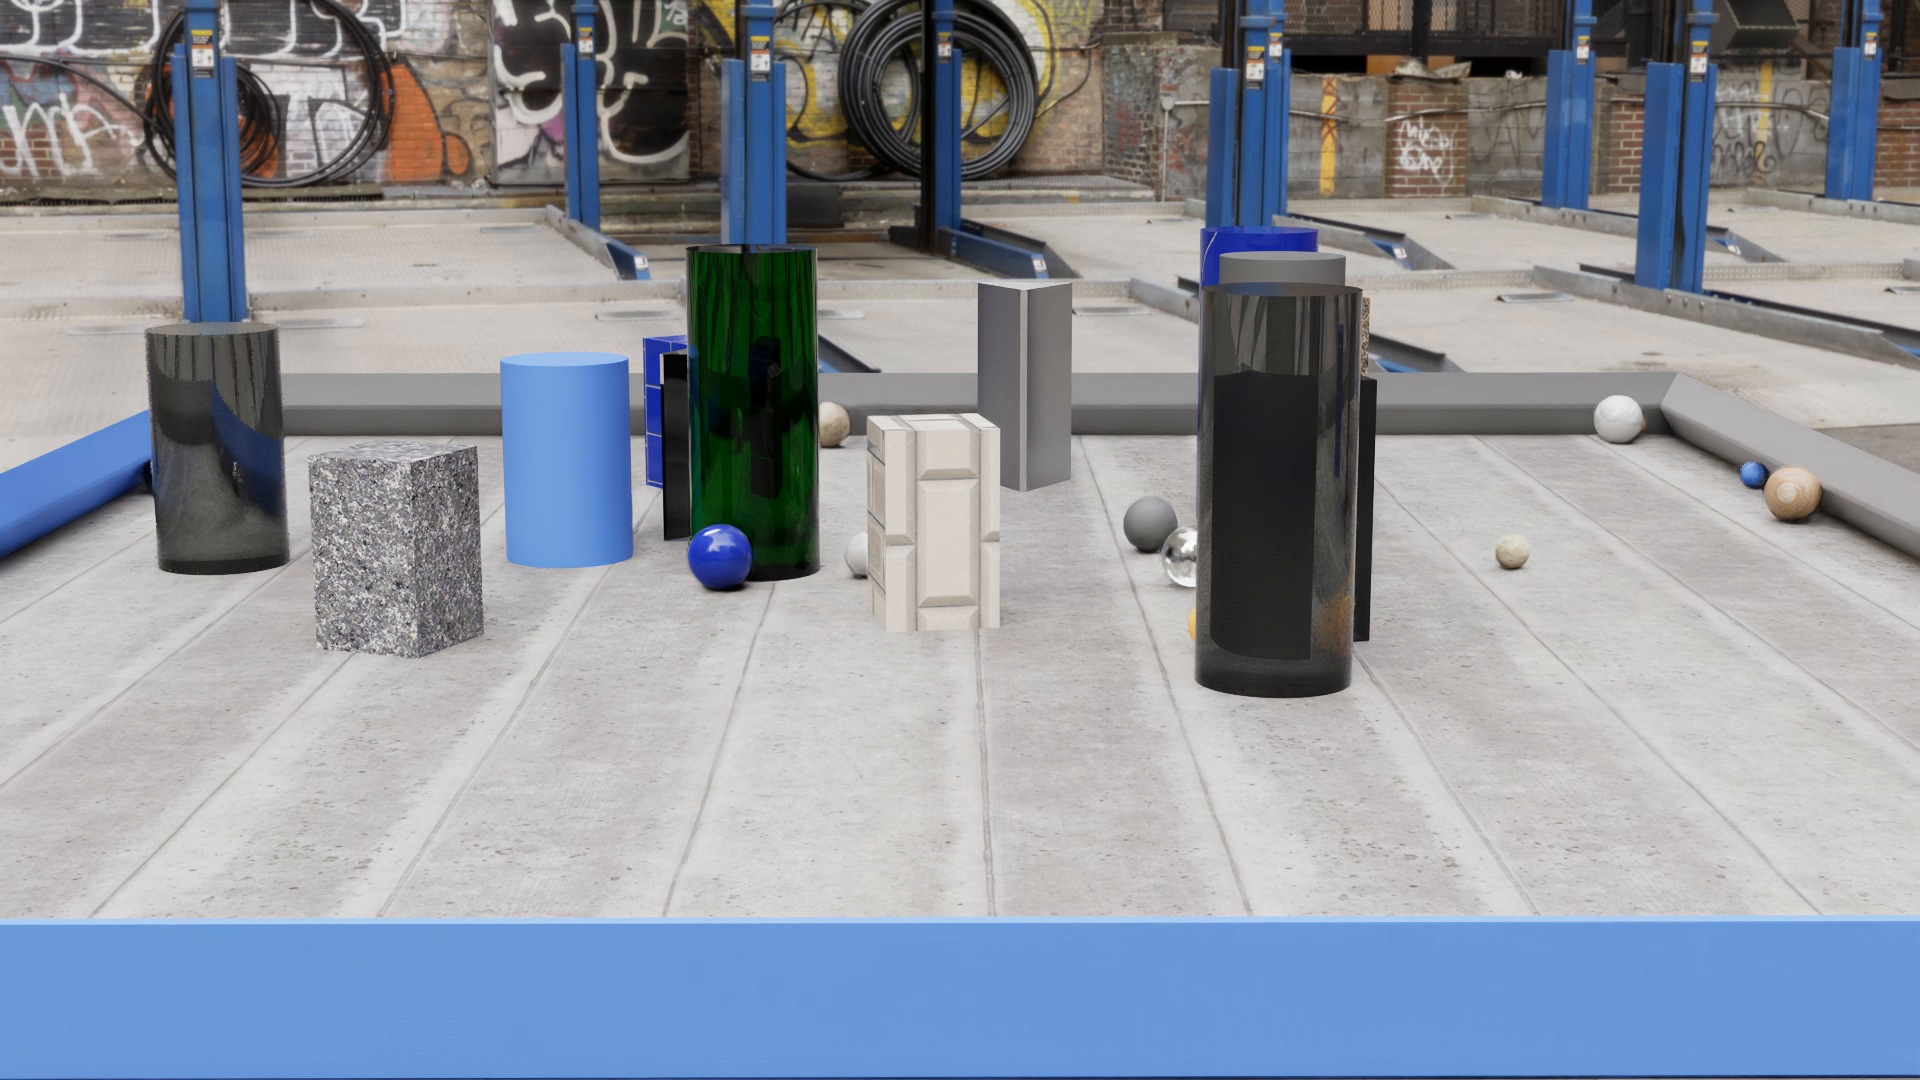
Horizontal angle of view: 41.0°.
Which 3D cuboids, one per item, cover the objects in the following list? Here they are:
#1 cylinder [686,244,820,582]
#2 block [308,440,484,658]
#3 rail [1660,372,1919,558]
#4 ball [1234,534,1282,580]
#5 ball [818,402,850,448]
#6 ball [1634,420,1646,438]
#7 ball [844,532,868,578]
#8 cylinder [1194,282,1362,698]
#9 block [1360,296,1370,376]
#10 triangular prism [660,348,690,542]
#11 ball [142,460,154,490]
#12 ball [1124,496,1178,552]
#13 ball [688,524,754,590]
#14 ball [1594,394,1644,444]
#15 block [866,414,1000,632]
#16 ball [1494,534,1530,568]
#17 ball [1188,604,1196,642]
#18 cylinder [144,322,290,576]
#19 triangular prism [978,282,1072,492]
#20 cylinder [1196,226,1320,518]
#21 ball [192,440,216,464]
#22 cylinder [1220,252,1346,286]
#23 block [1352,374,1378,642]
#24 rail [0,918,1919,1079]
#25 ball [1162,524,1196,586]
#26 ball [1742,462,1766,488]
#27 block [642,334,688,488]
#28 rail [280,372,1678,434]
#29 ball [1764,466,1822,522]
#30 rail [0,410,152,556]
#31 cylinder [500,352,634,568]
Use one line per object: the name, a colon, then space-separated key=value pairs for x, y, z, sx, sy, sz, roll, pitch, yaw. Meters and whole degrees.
cylinder: x=-0.296 y=-0.186 z=3.684 sx=0.187 sy=0.464 sz=0.187 roll=0 pitch=11 yaw=0
block: x=-0.710 y=0.008 z=3.241 sx=0.150 sy=0.245 sz=0.150 roll=4 pitch=11 yaw=22
rail: x=1.401 y=0.030 z=3.457 sx=0.045 sy=0.121 sz=3.265 roll=0 pitch=11 yaw=0
ball: x=0.422 y=0.025 z=3.639 sx=0.066 sy=0.066 sz=0.066 roll=0 pitch=11 yaw=0
ball: x=-0.253 y=-0.221 z=4.899 sx=0.087 sy=0.087 sz=0.087 roll=0 pitch=11 yaw=0
ball: x=1.313 y=-0.224 z=5.015 sx=0.051 sy=0.051 sz=0.051 roll=0 pitch=11 yaw=0
ball: x=-0.133 y=0.021 z=3.664 sx=0.065 sy=0.065 sz=0.065 roll=0 pitch=11 yaw=0
cylinder: x=0.373 y=-0.062 z=3.020 sx=0.187 sy=0.466 sz=0.187 roll=0 pitch=11 yaw=0
block: x=0.602 y=-0.261 z=4.464 sx=0.150 sy=0.325 sz=0.150 roll=-7 pitch=13 yaw=-34
triangular prism: x=-0.382 y=-0.154 z=3.995 sx=0.162 sy=0.288 sz=0.140 roll=-1 pitch=11 yaw=-7
ball: x=-1.368 y=-0.112 z=4.391 sx=0.059 sy=0.059 sz=0.059 roll=0 pitch=11 yaw=0
ball: x=0.286 y=-0.023 z=3.854 sx=0.082 sy=0.082 sz=0.082 roll=0 pitch=11 yaw=0
ball: x=-0.334 y=0.023 z=3.579 sx=0.091 sy=0.091 sz=0.091 roll=0 pitch=11 yaw=0
ball: x=1.269 y=-0.233 z=4.947 sx=0.094 sy=0.094 sz=0.094 roll=0 pitch=11 yaw=0
block: x=-0.036 y=-0.025 z=3.377 sx=0.150 sy=0.261 sz=0.150 roll=-2 pitch=11 yaw=-11
ball: x=0.802 y=0.017 z=3.728 sx=0.050 sy=0.050 sz=0.050 roll=0 pitch=11 yaw=0
ball: x=0.321 y=0.105 z=3.176 sx=0.079 sy=0.079 sz=0.079 roll=0 pitch=11 yaw=0
cylinder: x=-1.082 y=-0.136 z=3.742 sx=0.187 sy=0.345 sz=0.187 roll=0 pitch=11 yaw=0
triangular prism: x=0.092 y=-0.272 z=4.469 sx=0.140 sy=0.346 sz=0.162 roll=7 pitch=12 yaw=32
cylinder: x=0.474 y=-0.263 z=4.103 sx=0.187 sy=0.463 sz=0.187 roll=0 pitch=11 yaw=0
ball: x=-1.385 y=-0.163 z=4.703 sx=0.044 sy=0.044 sz=0.044 roll=0 pitch=11 yaw=0
cylinder: x=0.481 y=-0.208 z=3.866 sx=0.187 sy=0.440 sz=0.187 roll=0 pitch=11 yaw=0
block: x=0.431 y=-0.046 z=3.288 sx=0.150 sy=0.334 sz=0.150 roll=-3 pitch=11 yaw=-13
rail: x=0.009 y=0.327 z=1.868 sx=2.850 sy=0.121 sz=0.045 roll=0 pitch=11 yaw=0
ball: x=0.325 y=0.022 z=3.596 sx=0.087 sy=0.087 sz=0.087 roll=0 pitch=11 yaw=0
ball: x=1.375 y=-0.113 z=4.442 sx=0.042 sy=0.042 sz=0.042 roll=0 pitch=11 yaw=0
block: x=-0.442 y=-0.220 z=4.433 sx=0.150 sy=0.257 sz=0.150 roll=-8 pitch=13 yaw=-38
rail: x=-0.009 y=-0.264 z=5.031 sx=2.850 sy=0.121 sz=0.045 roll=0 pitch=11 yaw=0
ball: x=1.333 y=-0.074 z=4.108 sx=0.089 sy=0.089 sz=0.089 roll=0 pitch=11 yaw=0
rail: x=-1.401 y=0.033 z=3.442 sx=0.045 sy=0.121 sz=3.265 roll=0 pitch=11 yaw=0
cylinder: x=-0.581 y=-0.121 z=3.798 sx=0.187 sy=0.295 sz=0.187 roll=0 pitch=11 yaw=0
